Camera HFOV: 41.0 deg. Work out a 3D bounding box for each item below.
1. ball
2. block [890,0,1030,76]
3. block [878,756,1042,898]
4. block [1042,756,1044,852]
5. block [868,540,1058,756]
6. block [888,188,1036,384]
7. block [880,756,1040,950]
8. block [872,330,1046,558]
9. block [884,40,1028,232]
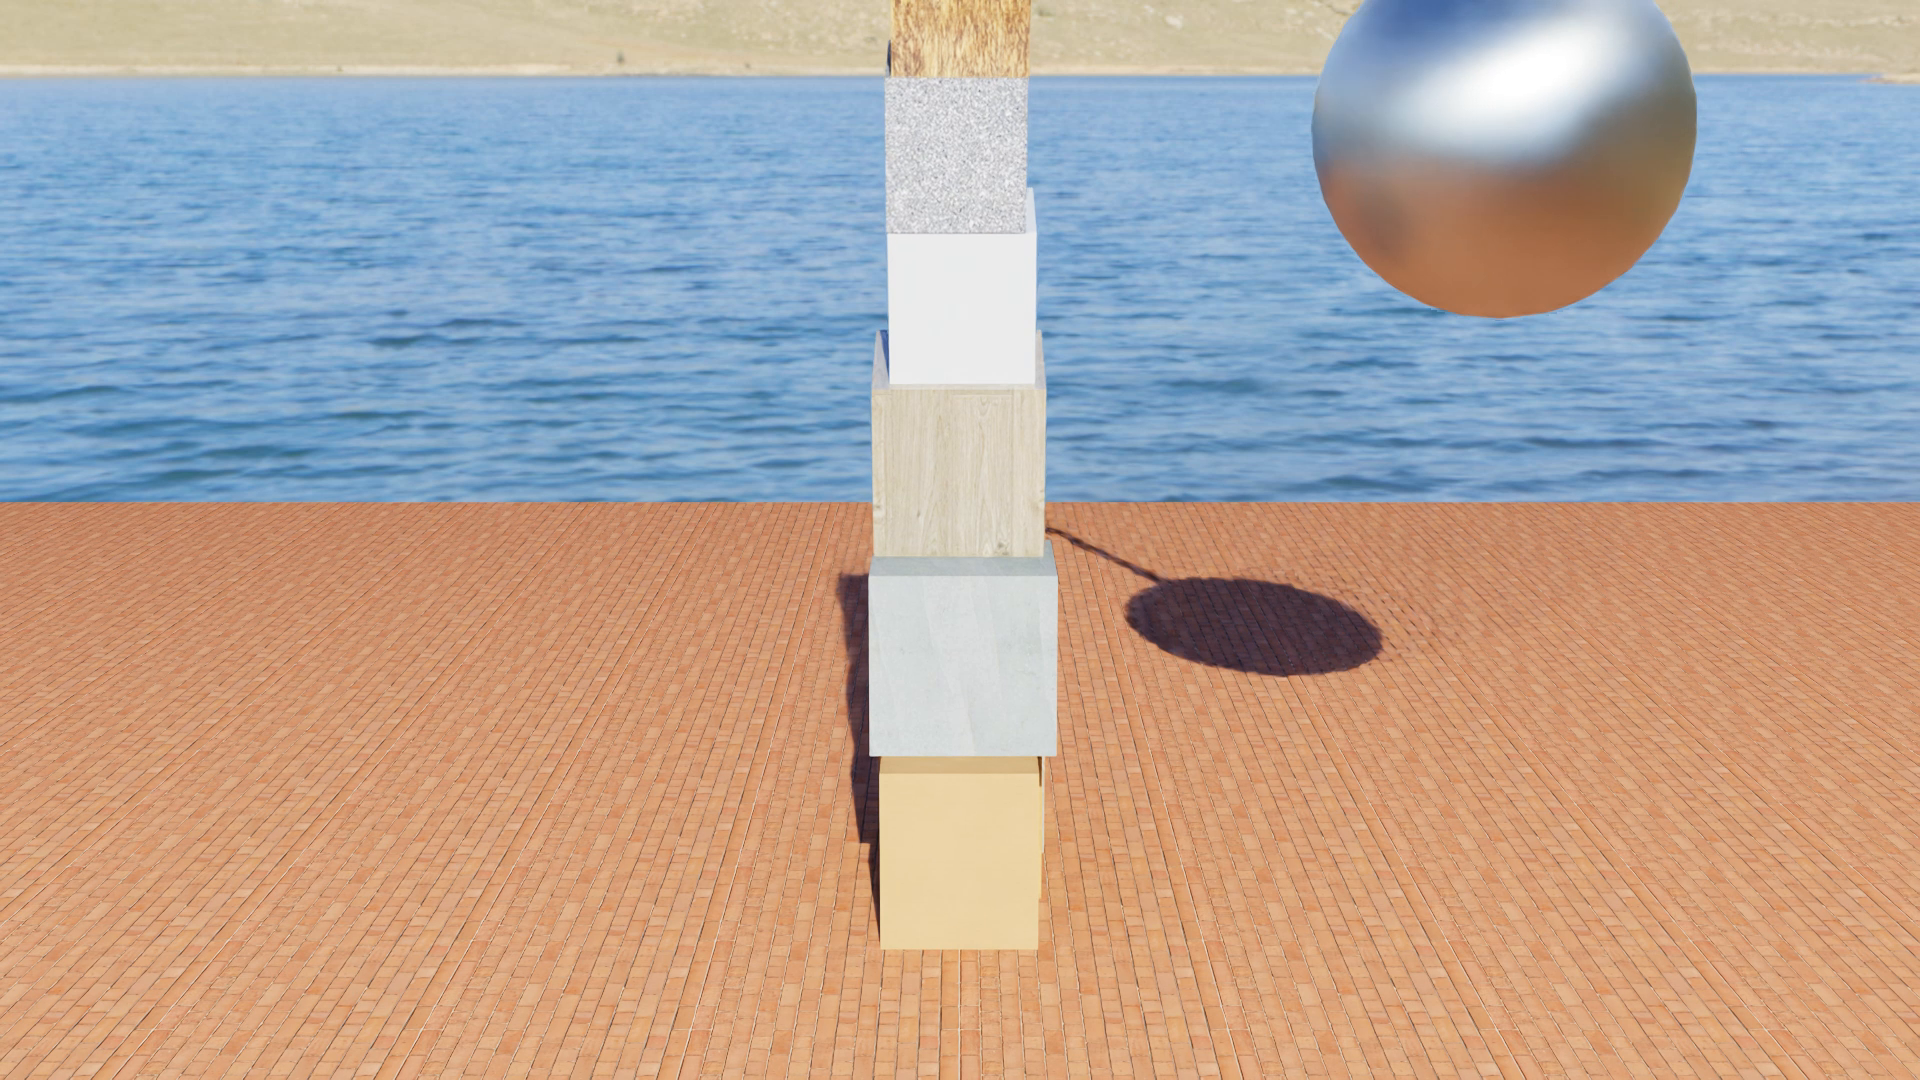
[{"bbox_3d":[2.295,-1.740,10.864,1.600,1.600,1.600,0,10,0],"label":"ball"},{"bbox_3d":[0.001,-2.209,10.170,0.541,0.609,0.555,0,25,0],"label":"block"},{"bbox_3d":[0.002,1.139,11.319,0.696,0.709,0.650,0,10,0],"label":"block"},{"bbox_3d":[0.008,0.992,12.028,0.751,0.745,0.778,0,10,0],"label":"block"},{"bbox_3d":[0.013,0.444,10.892,0.768,0.754,0.826,0,10,0],"label":"block"},{"bbox_3d":[0.009,-1.064,10.700,0.599,0.653,0.600,0,25,0],"label":"block"},{"bbox_3d":[-0.003,1.243,10.671,0.640,0.737,0.643,0,10,0],"label":"block"},{"bbox_3d":[-0.005,-0.422,10.995,0.716,0.760,0.716,0,25,0],"label":"block"},{"bbox_3d":[-0.015,-1.647,10.430,0.560,0.630,0.618,0,25,0],"label":"block"}]
